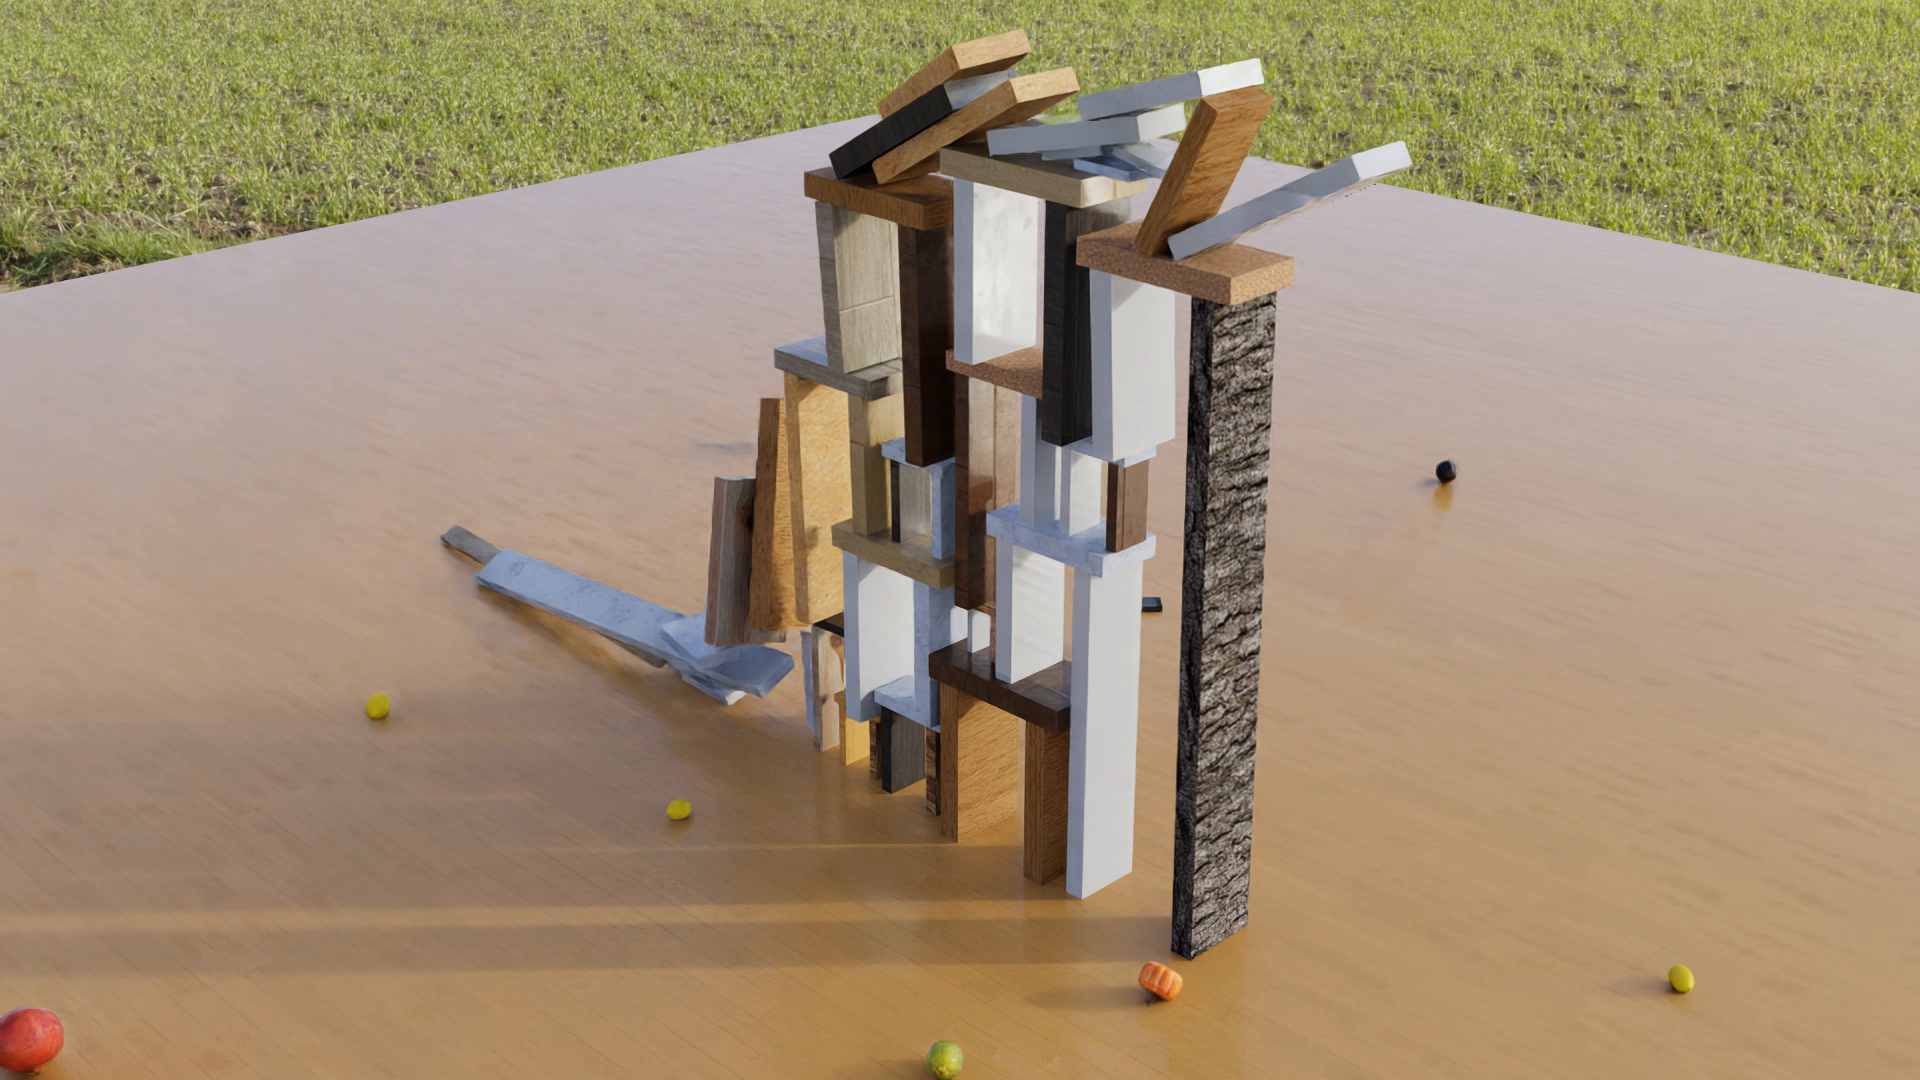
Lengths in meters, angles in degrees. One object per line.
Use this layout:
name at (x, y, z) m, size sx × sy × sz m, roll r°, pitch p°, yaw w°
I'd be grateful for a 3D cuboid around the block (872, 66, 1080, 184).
block at (0.023, -0.731, 3.893) m, size 0.151 × 0.043 × 0.410 m, roll -21°, pitch 1°, yaw -39°

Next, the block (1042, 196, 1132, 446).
block at (0.220, -0.390, 3.816) m, size 0.167 × 0.430 × 0.047 m, roll -21°, pitch 31°, yaw -40°

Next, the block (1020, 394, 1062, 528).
block at (0.166, -0.157, 3.983) m, size 0.125 × 0.250 × 0.035 m, roll -21°, pitch 31°, yaw -41°

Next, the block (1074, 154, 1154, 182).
block at (0.258, -0.622, 3.667) m, size 0.064 × 0.018 × 0.128 m, roll -20°, pitch 30°, yaw -38°

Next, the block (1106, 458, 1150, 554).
block at (0.295, -0.067, 3.879) m, size 0.083 × 0.166 × 0.023 m, roll -21°, pitch 31°, yaw -41°

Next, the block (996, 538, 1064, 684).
block at (0.132, 0.114, 4.134) m, size 0.143 × 0.286 × 0.041 m, roll -21°, pitch 31°, yaw -41°

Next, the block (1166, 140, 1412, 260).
block at (0.511, -0.529, 3.446) m, size 0.142 × 0.040 × 0.386 m, roll -23°, pitch 3°, yaw -42°

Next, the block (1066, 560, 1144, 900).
block at (0.267, 0.345, 4.086) m, size 0.041 × 0.674 × 0.143 m, roll 21°, pitch 31°, yaw 41°

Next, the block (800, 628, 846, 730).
block at (-0.292, 0.294, 4.771) m, size 0.031 × 0.217 × 0.108 m, roll 4°, pitch 12°, yaw 36°

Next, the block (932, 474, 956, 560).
block at (-0.015, -0.056, 4.204) m, size 0.085 × 0.169 × 0.024 m, roll -21°, pitch 31°, yaw -40°

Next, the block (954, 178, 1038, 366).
block at (0.065, -0.496, 3.942) m, size 0.047 × 0.334 × 0.167 m, roll 21°, pitch 31°, yaw 40°

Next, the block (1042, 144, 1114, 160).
block at (0.206, -0.657, 3.706) m, size 0.128 × 0.018 × 0.064 m, roll 5°, pitch 20°, yaw 43°

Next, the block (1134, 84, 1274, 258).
block at (0.389, -0.590, 3.527) m, size 0.142 × 0.284 × 0.040 m, roll -22°, pitch 58°, yaw -42°

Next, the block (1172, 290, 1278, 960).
block at (0.452, 0.161, 3.803) m, size 0.164 × 1.232 × 0.047 m, roll -21°, pitch 30°, yaw -41°

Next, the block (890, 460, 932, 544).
block at (-0.095, -0.087, 4.278) m, size 0.024 × 0.169 × 0.085 m, roll 21°, pitch 31°, yaw 40°

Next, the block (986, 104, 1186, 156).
block at (0.213, -0.695, 3.723) m, size 0.301 × 0.043 × 0.151 m, roll 2°, pitch 18°, yaw 36°

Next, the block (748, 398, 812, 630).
block at (-0.366, -0.057, 4.683) m, size 0.051 × 0.485 × 0.180 m, roll 6°, pitch 5°, yaw 29°

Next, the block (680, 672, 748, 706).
block at (-0.543, 0.311, 4.962) m, size 0.089 × 0.025 × 0.177 m, roll -37°, pitch 39°, yaw -28°

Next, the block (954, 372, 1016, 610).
block at (0.048, -0.103, 4.136) m, size 0.125 × 0.469 × 0.035 m, roll -21°, pitch 31°, yaw -41°

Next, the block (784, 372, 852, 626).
block at (-0.280, -0.099, 4.487) m, size 0.142 × 0.540 × 0.040 m, roll -22°, pitch 30°, yaw -40°

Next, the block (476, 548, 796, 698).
block at (-0.783, 0.180, 5.129) m, size 1.115 × 0.031 × 0.108 m, roll 16°, pitch 53°, yaw 44°

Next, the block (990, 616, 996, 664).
block at (0.080, 0.185, 4.213) m, size 0.047 × 0.094 × 0.013 m, roll -21°, pitch 31°, yaw -41°

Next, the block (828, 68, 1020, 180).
block at (-0.063, -0.751, 3.980) m, size 0.180 × 0.051 × 0.359 m, roll -21°, pitch 1°, yaw -39°

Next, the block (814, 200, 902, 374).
block at (-0.188, -0.499, 4.212) m, size 0.164 × 0.328 × 0.046 m, roll -21°, pitch 26°, yaw -40°

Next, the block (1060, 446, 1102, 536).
block at (0.217, -0.098, 3.951) m, size 0.023 × 0.166 × 0.083 m, roll 21°, pitch 31°, yaw 41°

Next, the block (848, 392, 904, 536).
block at (-0.149, -0.164, 4.314) m, size 0.142 × 0.283 × 0.040 m, roll -21°, pitch 30°, yaw -40°

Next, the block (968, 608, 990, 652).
block at (0.036, 0.167, 4.254) m, size 0.047 × 0.095 × 0.013 m, roll -21°, pitch 31°, yaw -40°

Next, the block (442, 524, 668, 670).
block at (-1.001, 0.126, 5.375) m, size 0.054 × 0.015 × 1.052 m, roll -43°, pitch 39°, yaw -21°

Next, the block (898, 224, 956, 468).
block at (-0.033, -0.376, 4.094) m, size 0.164 × 0.458 × 0.046 m, roll -22°, pitch 29°, yaw -40°

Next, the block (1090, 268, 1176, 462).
block at (0.297, -0.315, 3.769) m, size 0.047 × 0.329 × 0.164 m, roll 18°, pitch 29°, yaw 42°

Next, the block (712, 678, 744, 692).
block at (-0.465, 0.296, 4.864) m, size 0.177 × 0.025 × 0.089 m, roll 2°, pitch 39°, yaw 47°
